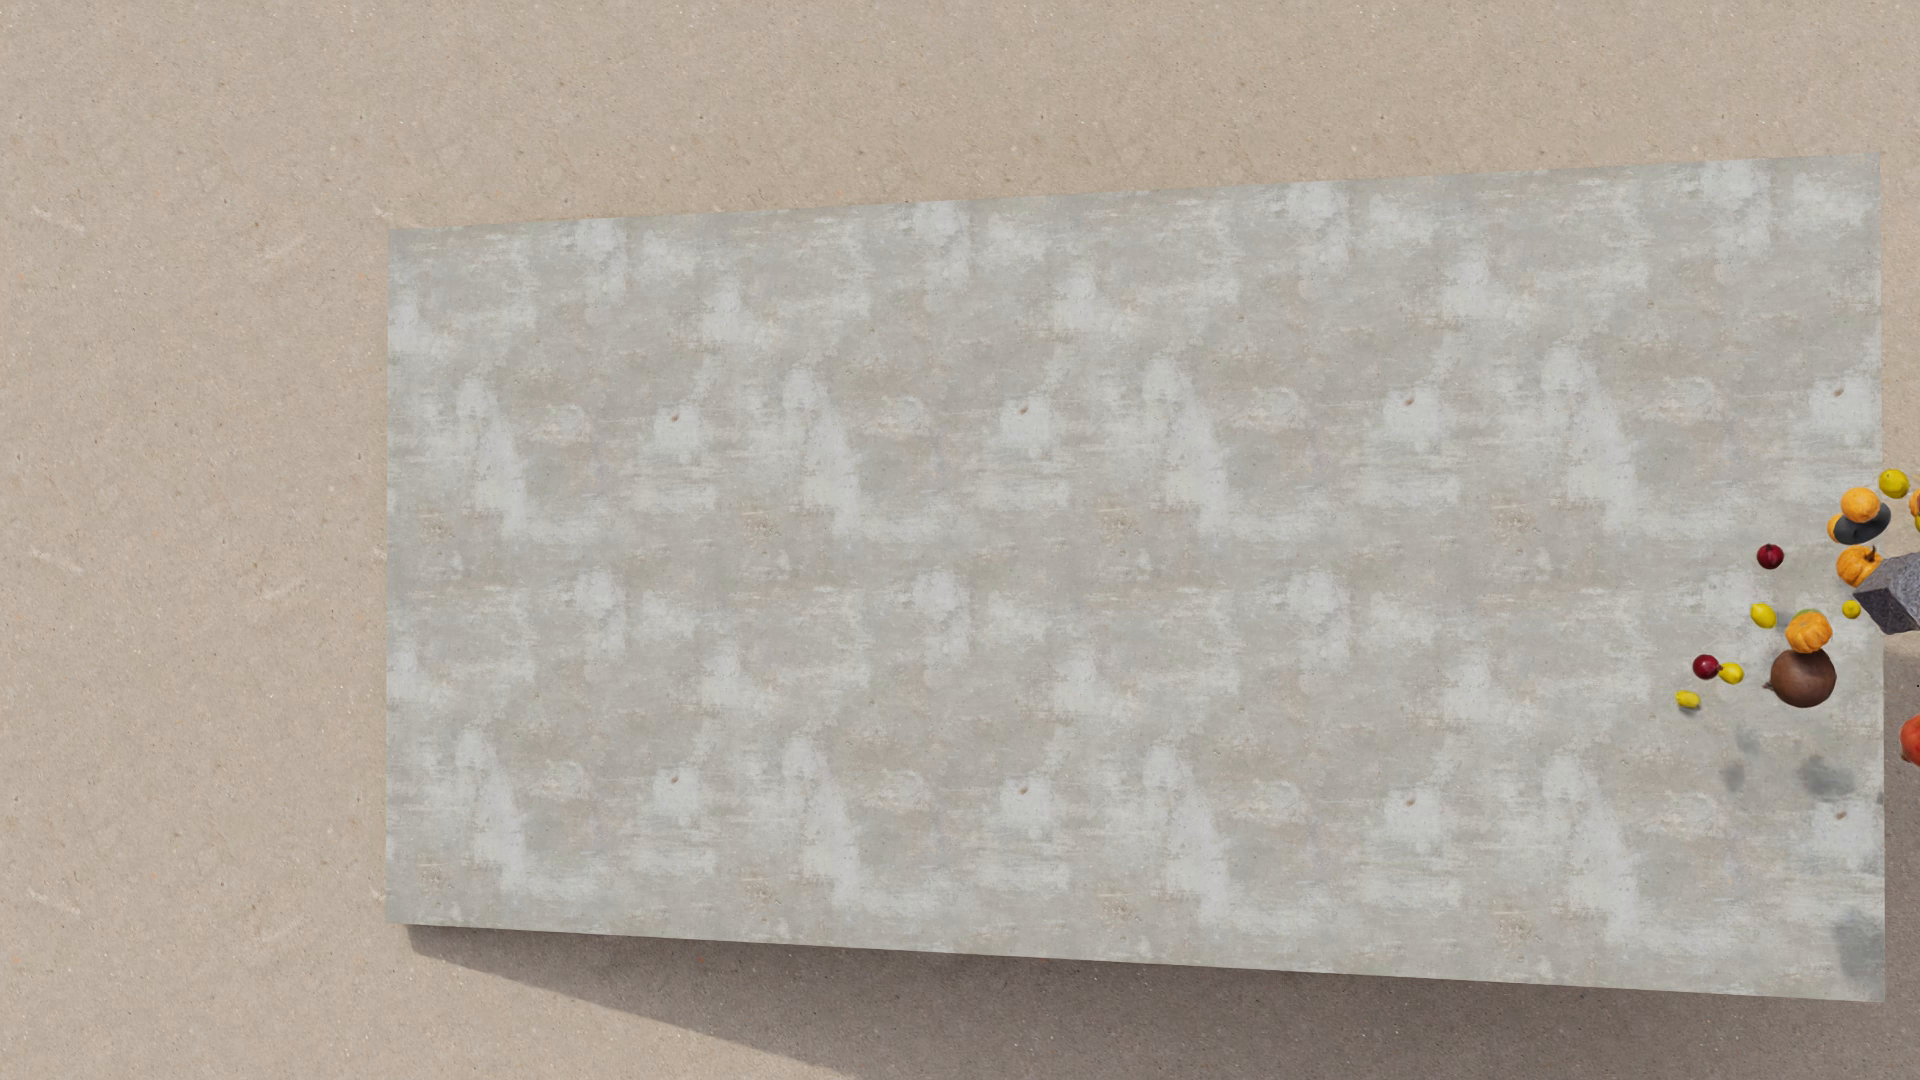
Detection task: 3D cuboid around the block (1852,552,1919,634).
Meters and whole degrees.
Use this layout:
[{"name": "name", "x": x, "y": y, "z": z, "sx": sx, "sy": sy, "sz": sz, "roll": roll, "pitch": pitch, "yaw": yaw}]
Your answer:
[{"name": "block", "x": 1.714, "y": 0.098, "z": 3.997, "sx": 0.100, "sy": 0.100, "sz": 0.100, "roll": -42, "pitch": 93, "yaw": -16}]

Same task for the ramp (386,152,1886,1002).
[{"name": "ramp", "x": 0.273, "y": 0.094, "z": 5.807, "sx": 4.000, "sy": 0.100, "sz": 2.000, "roll": 0, "pitch": 89, "yaw": 17}]

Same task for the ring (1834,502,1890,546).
[{"name": "ring", "x": 1.853, "y": -0.034, "z": 4.515, "sx": 0.120, "sy": 0.120, "sz": 0.040, "roll": -20, "pitch": 55, "yaw": 0}]

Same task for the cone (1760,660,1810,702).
[{"name": "cone", "x": 1.867, "y": 0.328, "z": 4.997, "sx": 0.096, "sy": 0.096, "sz": 0.096, "roll": -7, "pitch": 89, "yaw": 10}]
